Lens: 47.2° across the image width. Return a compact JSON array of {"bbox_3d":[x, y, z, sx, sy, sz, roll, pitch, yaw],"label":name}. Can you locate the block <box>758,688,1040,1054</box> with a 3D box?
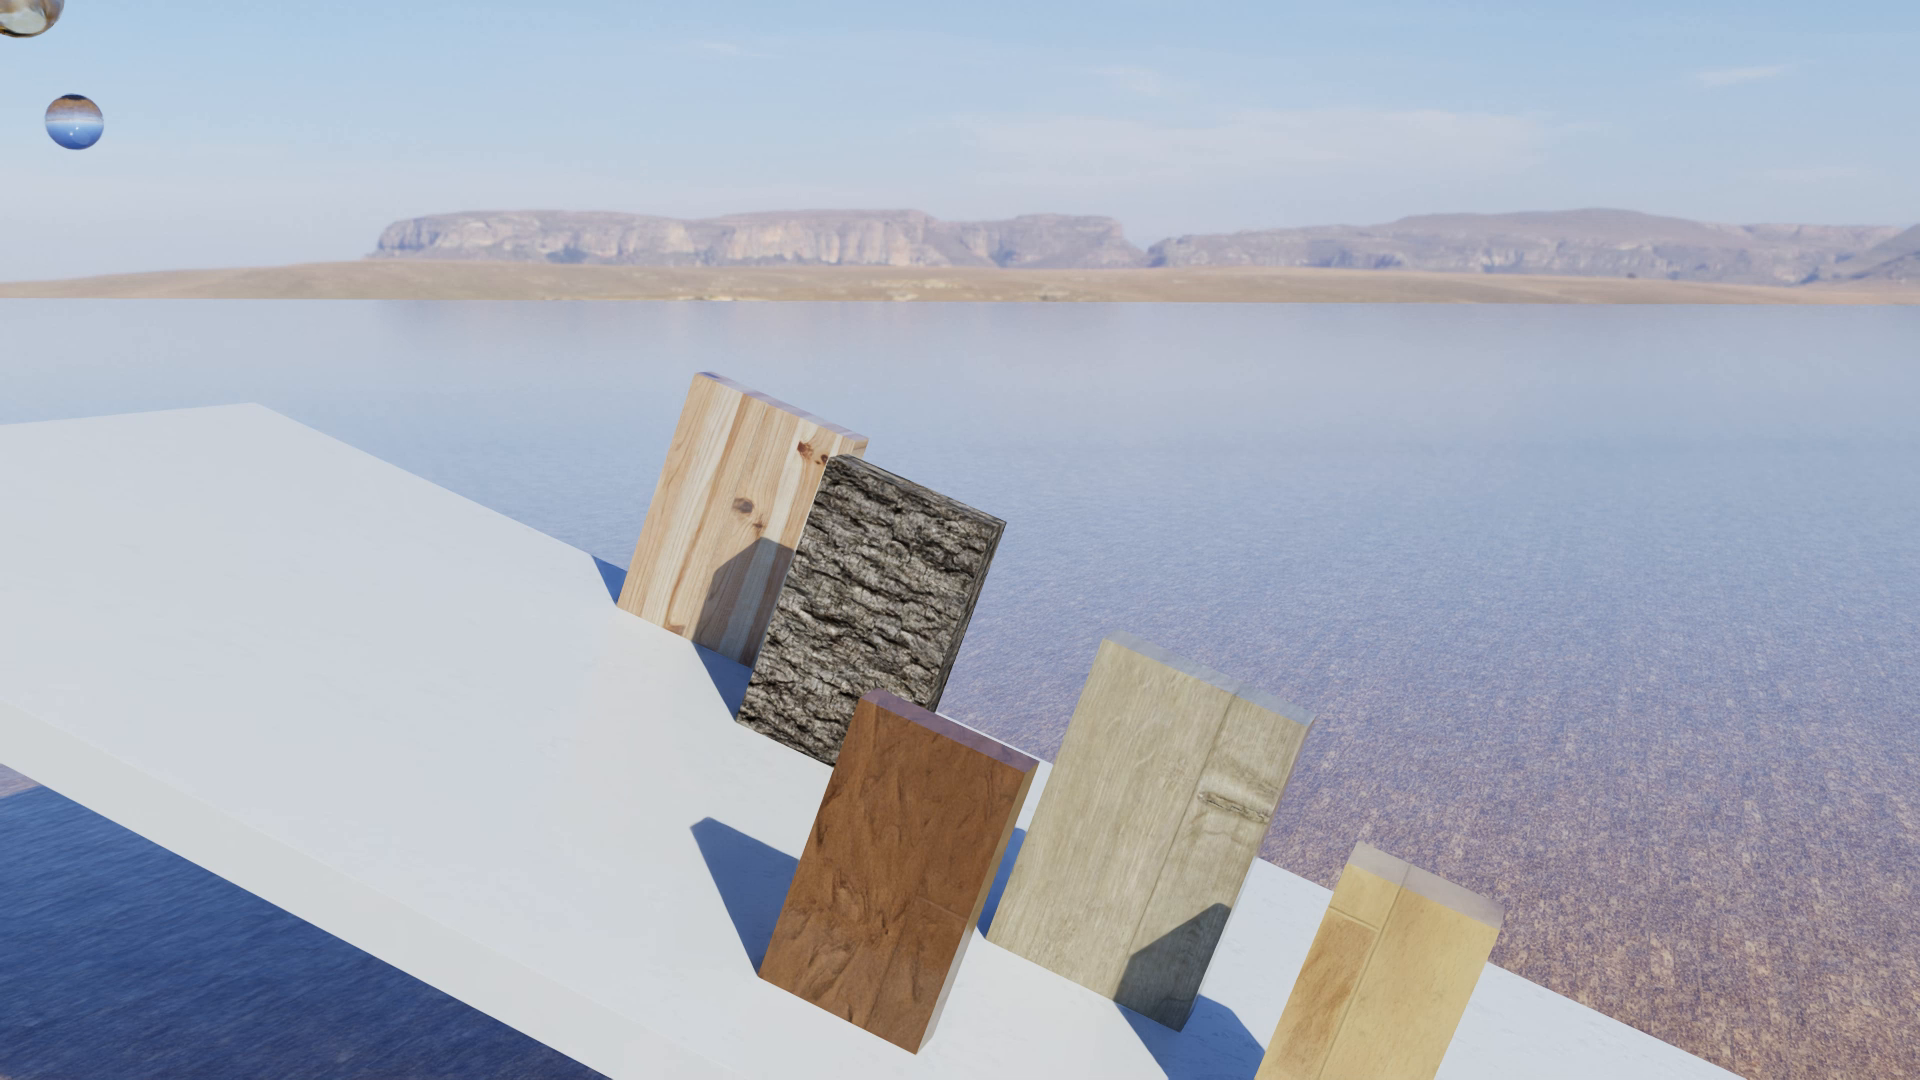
[{"bbox_3d":[-0.099,0.518,3.447,0.284,0.493,0.085,23,13,13],"label":"block"}]

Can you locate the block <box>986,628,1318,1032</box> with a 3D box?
[{"bbox_3d":[0.335,0.513,3.906,0.384,0.600,0.115,23,13,13],"label":"block"}]

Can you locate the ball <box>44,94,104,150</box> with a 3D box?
[{"bbox_3d":[-1.980,-0.935,4.918,0.125,0.125,0.125,0,7,0],"label":"ball"}]

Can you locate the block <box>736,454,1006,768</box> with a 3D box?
[{"bbox_3d":[-0.187,0.172,4.532,0.371,0.599,0.103,23,13,13],"label":"block"}]

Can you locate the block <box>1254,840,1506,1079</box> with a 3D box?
[{"bbox_3d":[0.635,0.772,3.462,0.247,0.521,0.137,23,13,13],"label":"block"}]

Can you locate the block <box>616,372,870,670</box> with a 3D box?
[{"bbox_3d":[-0.496,-0.037,4.986,0.408,0.576,0.093,23,13,13],"label":"block"}]

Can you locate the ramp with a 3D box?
[{"bbox_3d":[-0.322,0.581,4.204,4.000,0.100,2.000,23,13,13],"label":"ramp"}]

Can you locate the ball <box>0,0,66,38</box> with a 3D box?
[{"bbox_3d":[-1.764,-1.025,4.114,0.169,0.169,0.169,0,7,0],"label":"ball"}]
